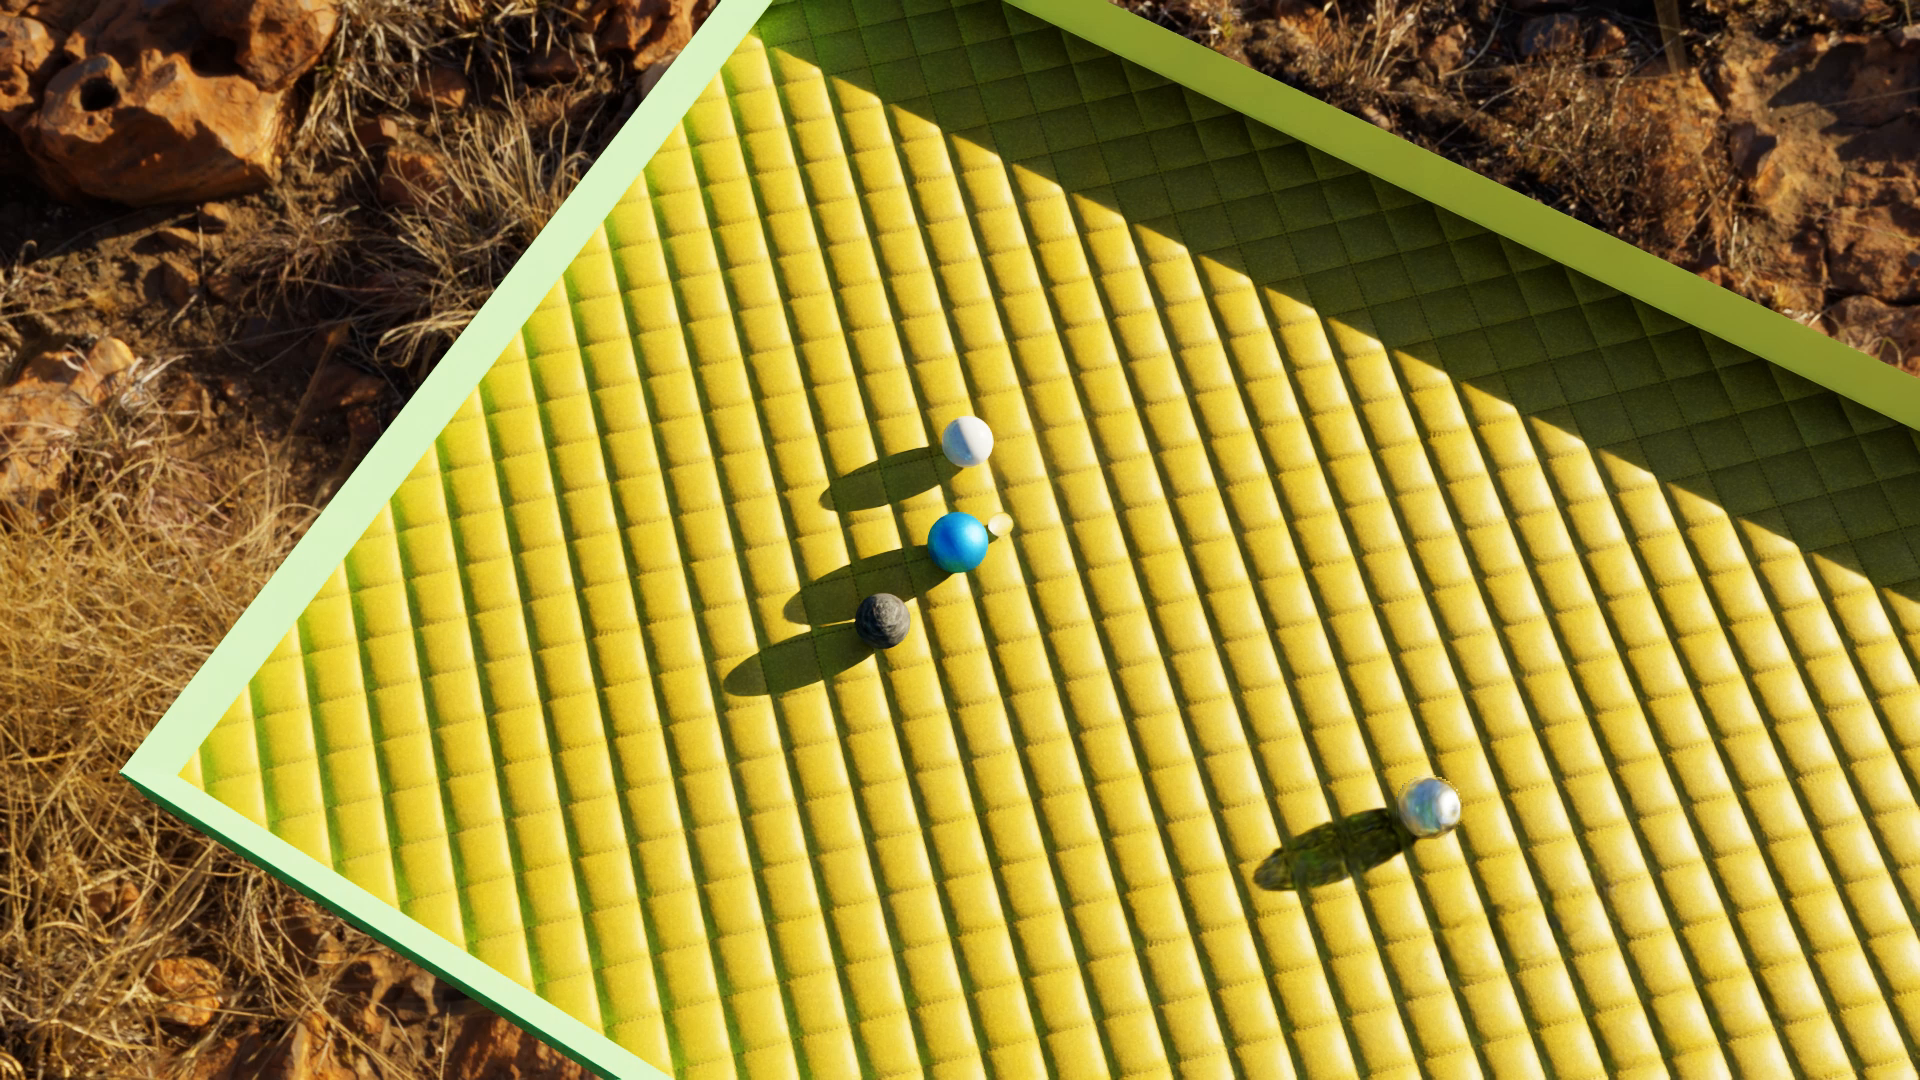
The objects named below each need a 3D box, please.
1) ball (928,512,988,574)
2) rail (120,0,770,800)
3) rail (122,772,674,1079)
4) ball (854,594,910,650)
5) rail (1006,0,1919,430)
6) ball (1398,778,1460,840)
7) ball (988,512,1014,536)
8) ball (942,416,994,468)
[{"bbox_3d":[-0.004,0.004,3.538,0.099,0.099,0.099,0,65,0],"label":"ball"},{"bbox_3d":[-0.734,-0.401,3.706,0.045,0.128,2.003,28,68,12],"label":"rail"},{"bbox_3d":[0.261,1.159,2.993,3.498,0.128,0.045,28,68,12],"label":"rail"},{"bbox_3d":[-0.122,0.129,3.486,0.089,0.089,0.089,0,65,0],"label":"ball"},{"bbox_3d":[1.249,-0.377,3.695,3.498,0.128,0.045,28,68,12],"label":"rail"},{"bbox_3d":[0.716,0.410,3.355,0.094,0.094,0.094,0,65,0],"label":"ball"},{"bbox_3d":[0.066,-0.026,3.583,0.041,0.041,0.041,0,65,0],"label":"ball"},{"bbox_3d":[0.012,-0.162,3.621,0.086,0.086,0.086,0,65,0],"label":"ball"}]
